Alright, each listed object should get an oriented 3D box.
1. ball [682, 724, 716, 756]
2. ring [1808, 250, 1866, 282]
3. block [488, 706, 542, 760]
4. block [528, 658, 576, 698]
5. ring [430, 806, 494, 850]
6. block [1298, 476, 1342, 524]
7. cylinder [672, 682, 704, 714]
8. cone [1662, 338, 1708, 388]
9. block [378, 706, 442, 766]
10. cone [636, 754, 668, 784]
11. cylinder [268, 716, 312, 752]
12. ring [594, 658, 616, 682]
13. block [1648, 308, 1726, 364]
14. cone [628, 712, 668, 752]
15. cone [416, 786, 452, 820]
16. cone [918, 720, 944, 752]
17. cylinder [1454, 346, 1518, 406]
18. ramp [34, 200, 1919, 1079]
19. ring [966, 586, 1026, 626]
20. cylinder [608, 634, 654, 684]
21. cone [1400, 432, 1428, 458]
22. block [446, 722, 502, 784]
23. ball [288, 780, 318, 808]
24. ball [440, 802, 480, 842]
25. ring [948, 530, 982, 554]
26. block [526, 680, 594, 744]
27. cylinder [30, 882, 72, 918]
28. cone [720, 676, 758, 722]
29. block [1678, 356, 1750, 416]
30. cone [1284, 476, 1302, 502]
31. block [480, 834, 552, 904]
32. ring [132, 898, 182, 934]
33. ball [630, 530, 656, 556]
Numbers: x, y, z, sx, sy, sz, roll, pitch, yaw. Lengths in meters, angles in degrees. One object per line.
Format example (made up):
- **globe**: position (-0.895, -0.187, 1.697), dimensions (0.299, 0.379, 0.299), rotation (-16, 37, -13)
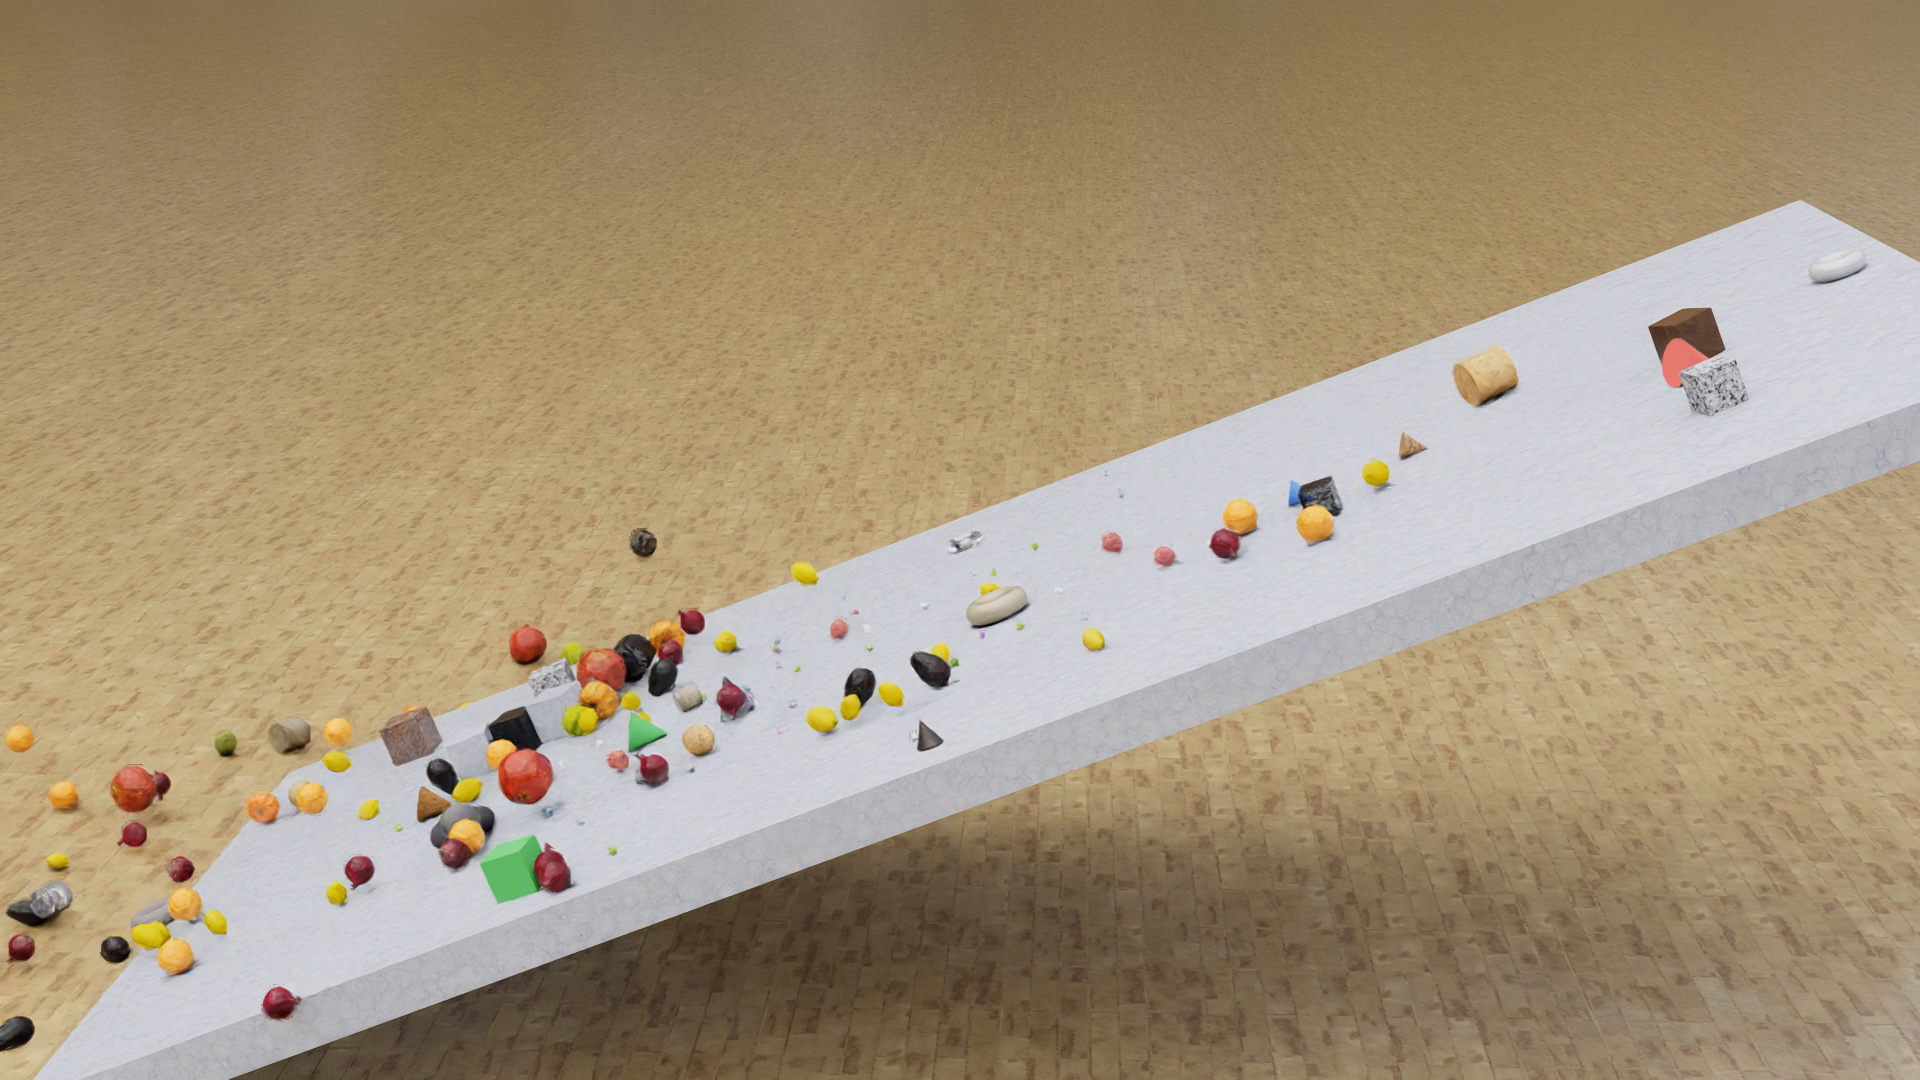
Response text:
- **ball**: position (-0.535, 0.410, 6.033), dimensions (0.066, 0.066, 0.066), rotation (0, 14, 0)
- **ring**: position (1.838, -0.575, 6.164), dimensions (0.121, 0.040, 0.121), rotation (-20, 11, 4)
- **block**: position (-1.006, 0.437, 6.711), dimensions (0.086, 0.086, 0.086), rotation (-17, 13, 23)
- **block**: position (-0.964, 0.350, 7.001), dimensions (0.093, 0.093, 0.093), rotation (-22, 12, 1)
- **ring**: position (-1.040, 0.601, 6.147), dimensions (0.142, 0.047, 0.142), rotation (-21, 13, 5)
- **block**: position (0.726, -0.081, 5.922), dimensions (0.066, 0.066, 0.066), rotation (-19, 12, 16)
- **cylinder**: position (-0.597, 0.347, 6.456), dimensions (0.052, 0.052, 0.052), rotation (-29, 21, -11)
- **cone**: position (1.462, -0.348, 5.831), dimensions (0.098, 0.098, 0.098), rotation (2, 12, -20)
- **block**: position (-1.325, 0.473, 7.099), dimensions (0.098, 0.098, 0.098), rotation (-20, 12, 12)
- **cone**: position (-0.624, 0.473, 6.006), dimensions (0.063, 0.063, 0.063), rotation (7, 15, 8)
- **cylinder**: position (-1.819, 0.527, 7.983), dimensions (0.081, 0.081, 0.081), rotation (10, 15, 35)
- **ring**: position (-0.825, 0.303, 7.088), dimensions (0.124, 0.041, 0.124), rotation (-23, 11, 5)
- **block**: position (1.472, -0.409, 5.959), dimensions (0.093, 0.093, 0.093), rotation (-26, 13, -19)
- **cone**: position (-0.666, 0.414, 6.316), dimensions (0.085, 0.085, 0.085), rotation (3, 13, -9)
- **cone**: position (-1.143, 0.581, 6.446), dimensions (0.079, 0.079, 0.079), rotation (10, 13, -6)
- **cone**: position (-0.065, 0.357, 5.449), dimensions (0.054, 0.054, 0.054), rotation (-21, 12, 5)
- **cylinder**: position (1.128, -0.352, 6.316), dimensions (0.098, 0.098, 0.098), rotation (-25, 20, -13)
- **ramp**: position (0.123, 0.174, 6.291), dimensions (4.000, 0.100, 2.000), rotation (-21, 12, 7)
- **ring**: position (0.077, 0.138, 6.178), dimensions (0.136, 0.045, 0.136), rotation (-22, 10, 4)
- **cylinder**: position (-0.780, 0.281, 6.971), dimensions (0.093, 0.093, 0.093), rotation (1, 15, 6)
- **cone**: position (0.948, -0.193, 6.119), dimensions (0.056, 0.056, 0.056), rotation (6, 14, -1)
- **block**: position (-1.099, 0.482, 6.662), dimensions (0.093, 0.093, 0.093), rotation (-22, 12, 0)
- **ball**: position (-1.568, 0.607, 7.017), dimensions (0.068, 0.068, 0.068), rotation (0, 14, 0)
- **ball**: position (-1.027, 0.581, 6.047), dimensions (0.082, 0.082, 0.082), rotation (0, 14, 0)
- **ring**: position (0.012, 0.004, 6.924), dimensions (0.088, 0.029, 0.088), rotation (-21, 13, 5)
- **block**: position (-0.912, 0.393, 6.712), dimensions (0.096, 0.096, 0.096), rotation (-17, 13, 25)
- **cylinder**: position (-2.066, 0.818, 6.687), dimensions (0.067, 0.067, 0.067), rotation (4, 11, 18)
- **cone**: position (-0.487, 0.327, 6.256), dimensions (0.089, 0.089, 0.089), rotation (-21, 12, 5)
- **block**: position (1.424, -0.292, 5.556), dimensions (0.083, 0.083, 0.083), rotation (-23, 12, -6)
- **cone**: position (0.713, -0.095, 6.105), dimensions (0.057, 0.057, 0.057), rotation (22, 10, -12)
- **block**: position (-0.844, 0.625, 5.590), dimensions (0.086, 0.086, 0.086), rotation (-19, 12, 16)
- **ring**: position (-1.770, 0.827, 6.482), dimensions (0.120, 0.040, 0.120), rotation (-21, 13, 5)
- **ball**: position (-1.085, 0.011, 10.089), dimensions (0.089, 0.089, 0.089), rotation (0, 14, 0)
